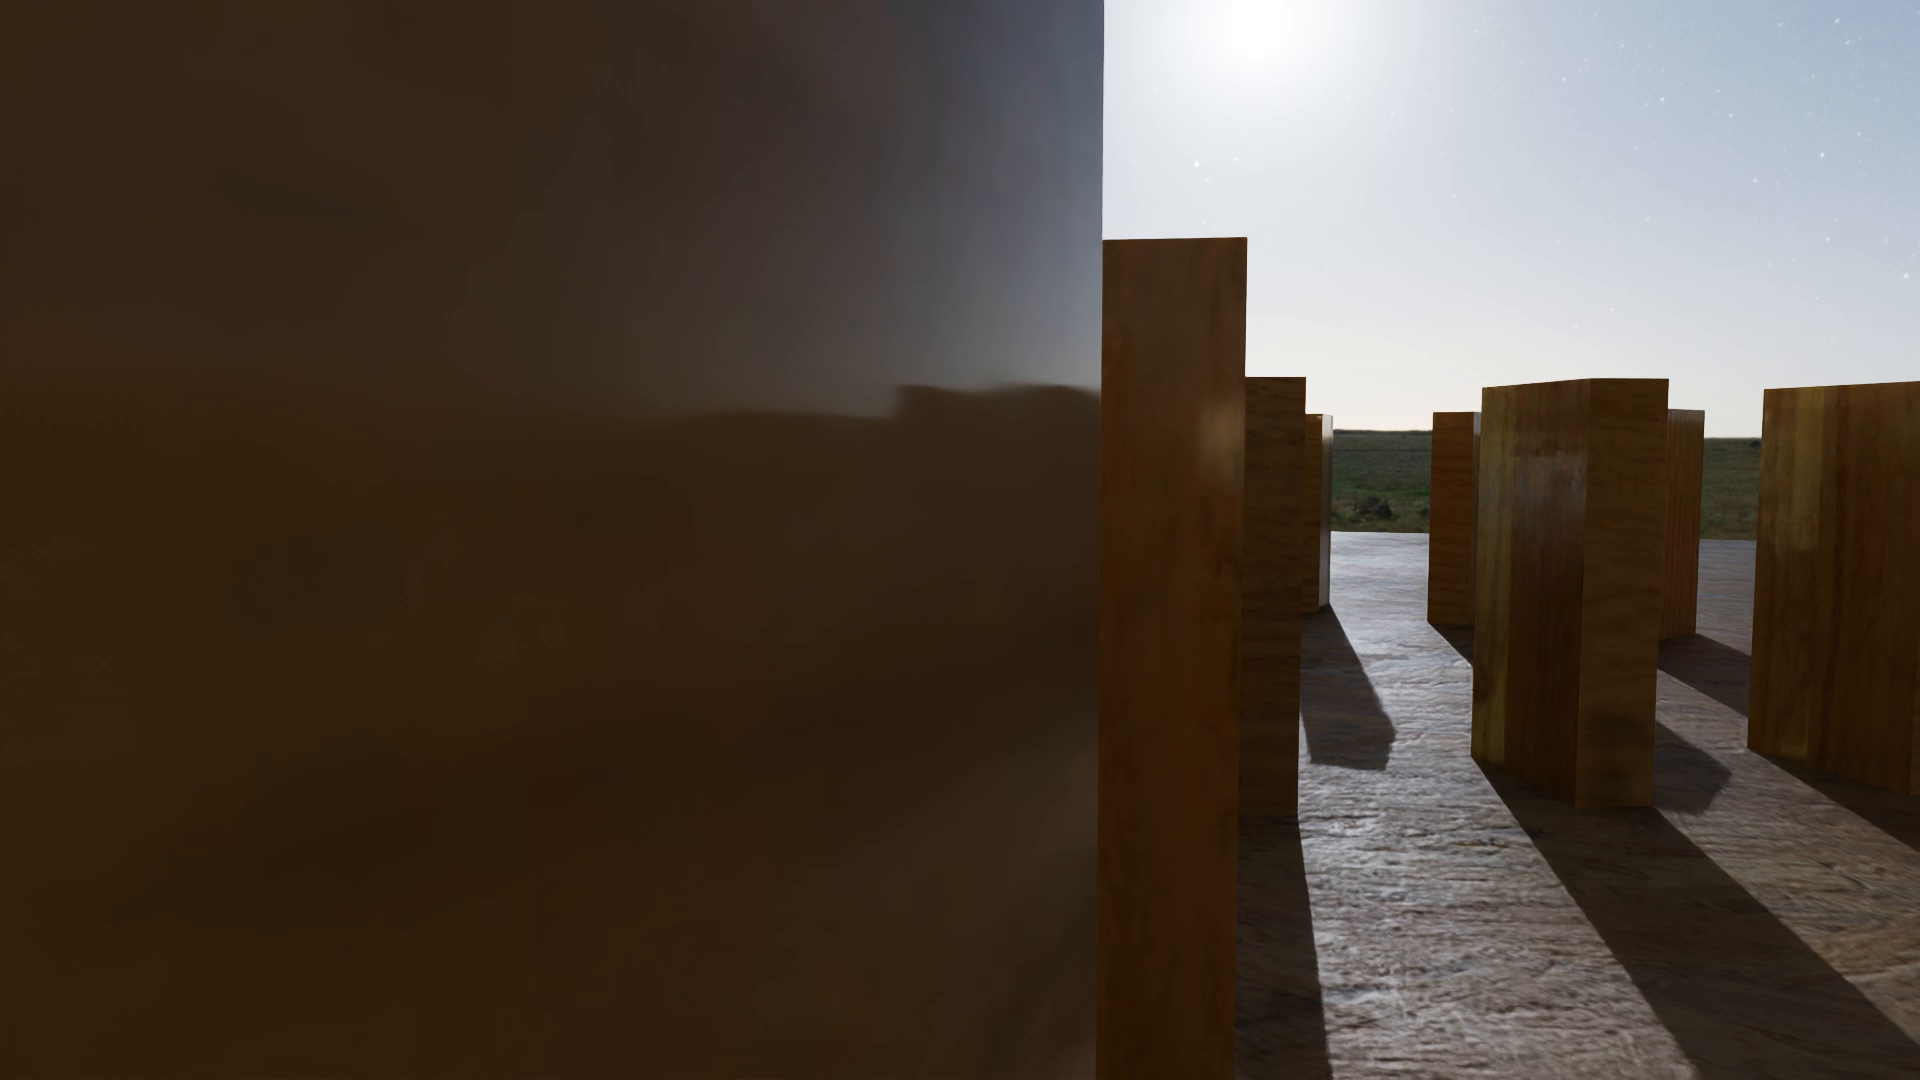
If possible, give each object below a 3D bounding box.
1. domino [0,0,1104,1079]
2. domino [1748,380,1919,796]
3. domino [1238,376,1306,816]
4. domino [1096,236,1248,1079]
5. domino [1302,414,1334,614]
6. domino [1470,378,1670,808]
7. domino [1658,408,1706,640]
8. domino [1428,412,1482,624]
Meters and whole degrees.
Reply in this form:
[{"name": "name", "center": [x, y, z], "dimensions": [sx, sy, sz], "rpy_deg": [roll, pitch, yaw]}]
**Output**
[{"name": "domino", "center": [-0.012, 0.017, 0.010], "dimensions": [0.025, 0.050, 0.009], "rpy_deg": [2, 5, 21]}, {"name": "domino", "center": [0.117, 0.005, 0.167], "dimensions": [0.009, 0.050, 0.025], "rpy_deg": [-1, 4, -11]}, {"name": "domino", "center": [0.034, 0.006, 0.158], "dimensions": [0.009, 0.050, 0.025], "rpy_deg": [0, 4, -2]}, {"name": "domino", "center": [-0.001, 0.013, 0.055], "dimensions": [0.025, 0.050, 0.009], "rpy_deg": [1, 4, 7]}, {"name": "domino", "center": [0.090, -0.007, 0.333], "dimensions": [0.010, 0.050, 0.025], "rpy_deg": [2, 5, 22]}, {"name": "domino", "center": [0.076, 0.005, 0.161], "dimensions": [0.009, 0.050, 0.025], "rpy_deg": [0, 4, -5]}, {"name": "domino", "center": [0.154, -0.004, 0.284], "dimensions": [0.025, 0.050, 0.010], "rpy_deg": [-4, 6, -39]}, {"name": "domino", "center": [0.124, -0.006, 0.313], "dimensions": [0.010, 0.050, 0.025], "rpy_deg": [3, 5, 38]}]
